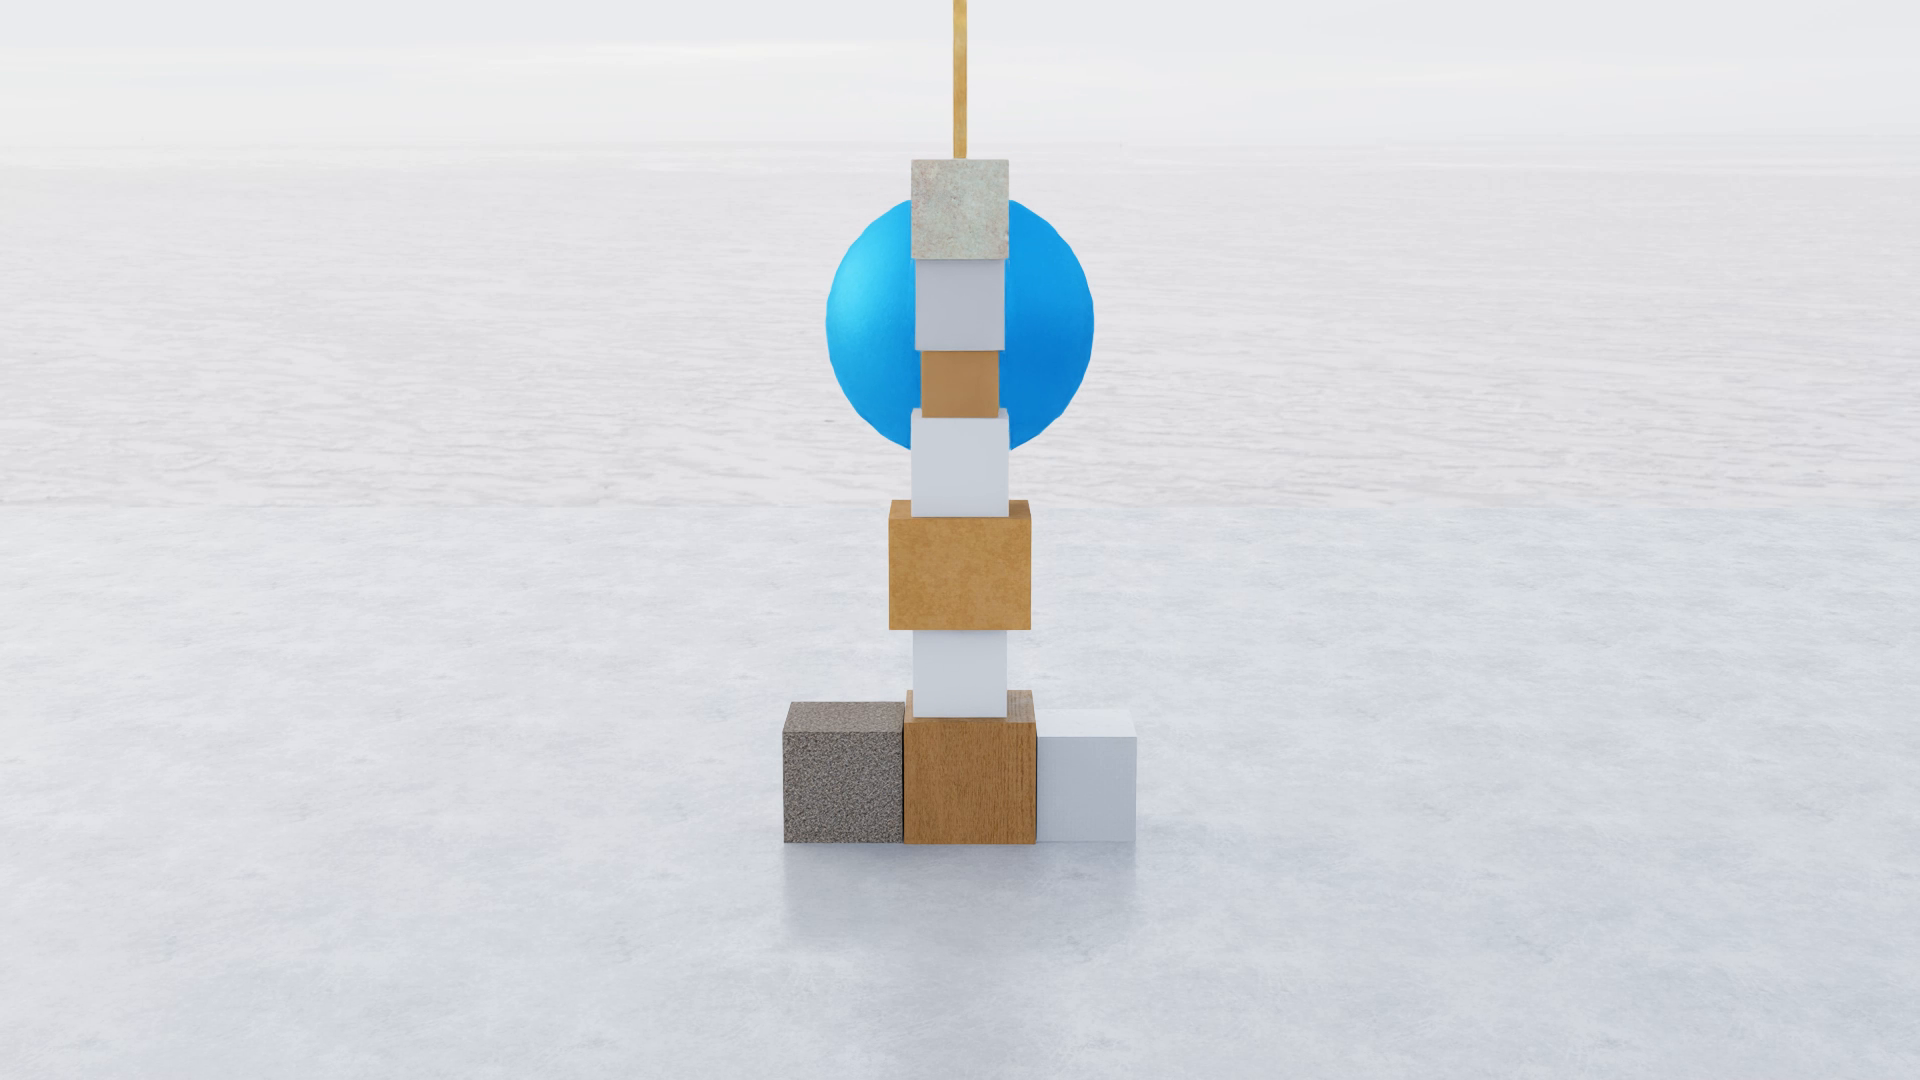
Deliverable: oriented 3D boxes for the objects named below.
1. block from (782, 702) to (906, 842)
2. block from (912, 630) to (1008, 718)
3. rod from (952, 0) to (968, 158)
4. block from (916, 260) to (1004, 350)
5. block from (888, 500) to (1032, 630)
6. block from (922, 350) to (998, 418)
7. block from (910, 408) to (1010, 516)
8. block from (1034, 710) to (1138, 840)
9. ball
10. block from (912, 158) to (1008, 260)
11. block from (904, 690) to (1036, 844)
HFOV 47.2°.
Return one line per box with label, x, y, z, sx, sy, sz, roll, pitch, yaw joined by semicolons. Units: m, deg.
block;-0.591;1.193;11.378;0.601;0.581;0.607;0;10;0
block;0.000;0.620;11.306;0.472;0.465;0.511;0;10;0
rod;0.000;-4.200;11.330;0.080;5.200;0.080;0;31;0
block;0.000;-1.186;10.964;0.436;0.449;0.372;0;10;0
block;0.000;0.119;11.190;0.707;0.561;0.601;0;10;0
block;0.000;-0.805;11.052;0.378;0.333;0.381;0;10;0
block;0.000;-0.396;11.096;0.483;0.487;0.466;0;10;0
block;0.641;1.210;11.382;0.502;0.547;0.541;0;10;0
ball;0.000;-1.271;13.058;1.600;1.600;1.600;0;10;0
block;0.000;-1.643;10.882;0.471;0.478;0.451;0;10;0
block;0.050;1.166;11.380;0.661;0.635;0.667;0;10;0
